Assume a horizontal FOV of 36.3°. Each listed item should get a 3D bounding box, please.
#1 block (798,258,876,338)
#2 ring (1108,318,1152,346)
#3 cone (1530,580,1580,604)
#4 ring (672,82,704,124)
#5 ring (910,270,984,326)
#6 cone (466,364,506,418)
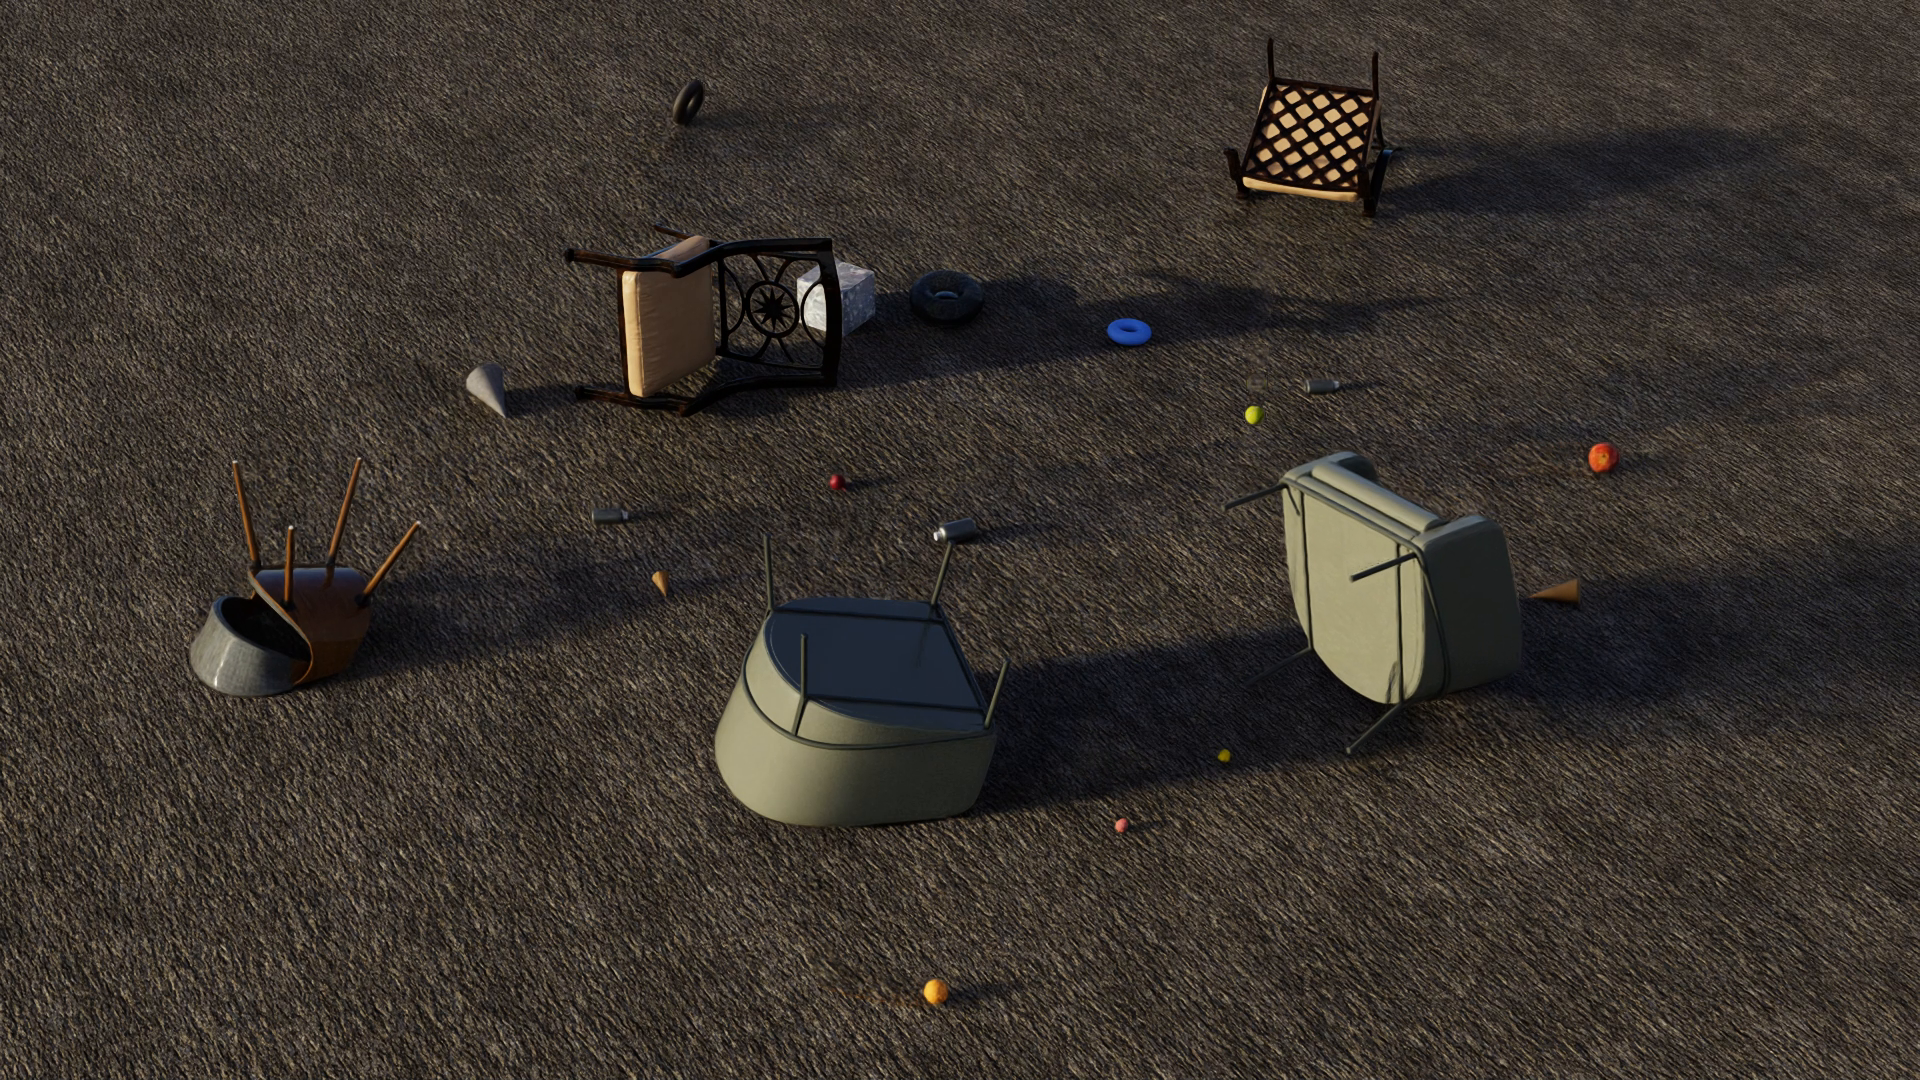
[{"bbox_3d":[-0.519,-1.019,12.305,0.233,0.205,0.231,20,38,28],"label":"block"},{"bbox_3d":[0.705,-0.866,12.209,0.188,0.056,0.173,14,35,19],"label":"ring"},{"bbox_3d":[2.146,0.197,10.607,0.182,0.089,0.103,-6,26,16],"label":"cone"},{"bbox_3d":[-1.288,-2.069,13.891,0.060,0.217,0.228,29,24,13],"label":"ring"},{"bbox_3d":[-0.057,-1.023,12.400,0.317,0.109,0.383,-2,34,-4],"label":"ring"},{"bbox_3d":[-1.858,-0.564,11.717,0.155,0.207,0.209,-26,66,-13],"label":"cone"}]
